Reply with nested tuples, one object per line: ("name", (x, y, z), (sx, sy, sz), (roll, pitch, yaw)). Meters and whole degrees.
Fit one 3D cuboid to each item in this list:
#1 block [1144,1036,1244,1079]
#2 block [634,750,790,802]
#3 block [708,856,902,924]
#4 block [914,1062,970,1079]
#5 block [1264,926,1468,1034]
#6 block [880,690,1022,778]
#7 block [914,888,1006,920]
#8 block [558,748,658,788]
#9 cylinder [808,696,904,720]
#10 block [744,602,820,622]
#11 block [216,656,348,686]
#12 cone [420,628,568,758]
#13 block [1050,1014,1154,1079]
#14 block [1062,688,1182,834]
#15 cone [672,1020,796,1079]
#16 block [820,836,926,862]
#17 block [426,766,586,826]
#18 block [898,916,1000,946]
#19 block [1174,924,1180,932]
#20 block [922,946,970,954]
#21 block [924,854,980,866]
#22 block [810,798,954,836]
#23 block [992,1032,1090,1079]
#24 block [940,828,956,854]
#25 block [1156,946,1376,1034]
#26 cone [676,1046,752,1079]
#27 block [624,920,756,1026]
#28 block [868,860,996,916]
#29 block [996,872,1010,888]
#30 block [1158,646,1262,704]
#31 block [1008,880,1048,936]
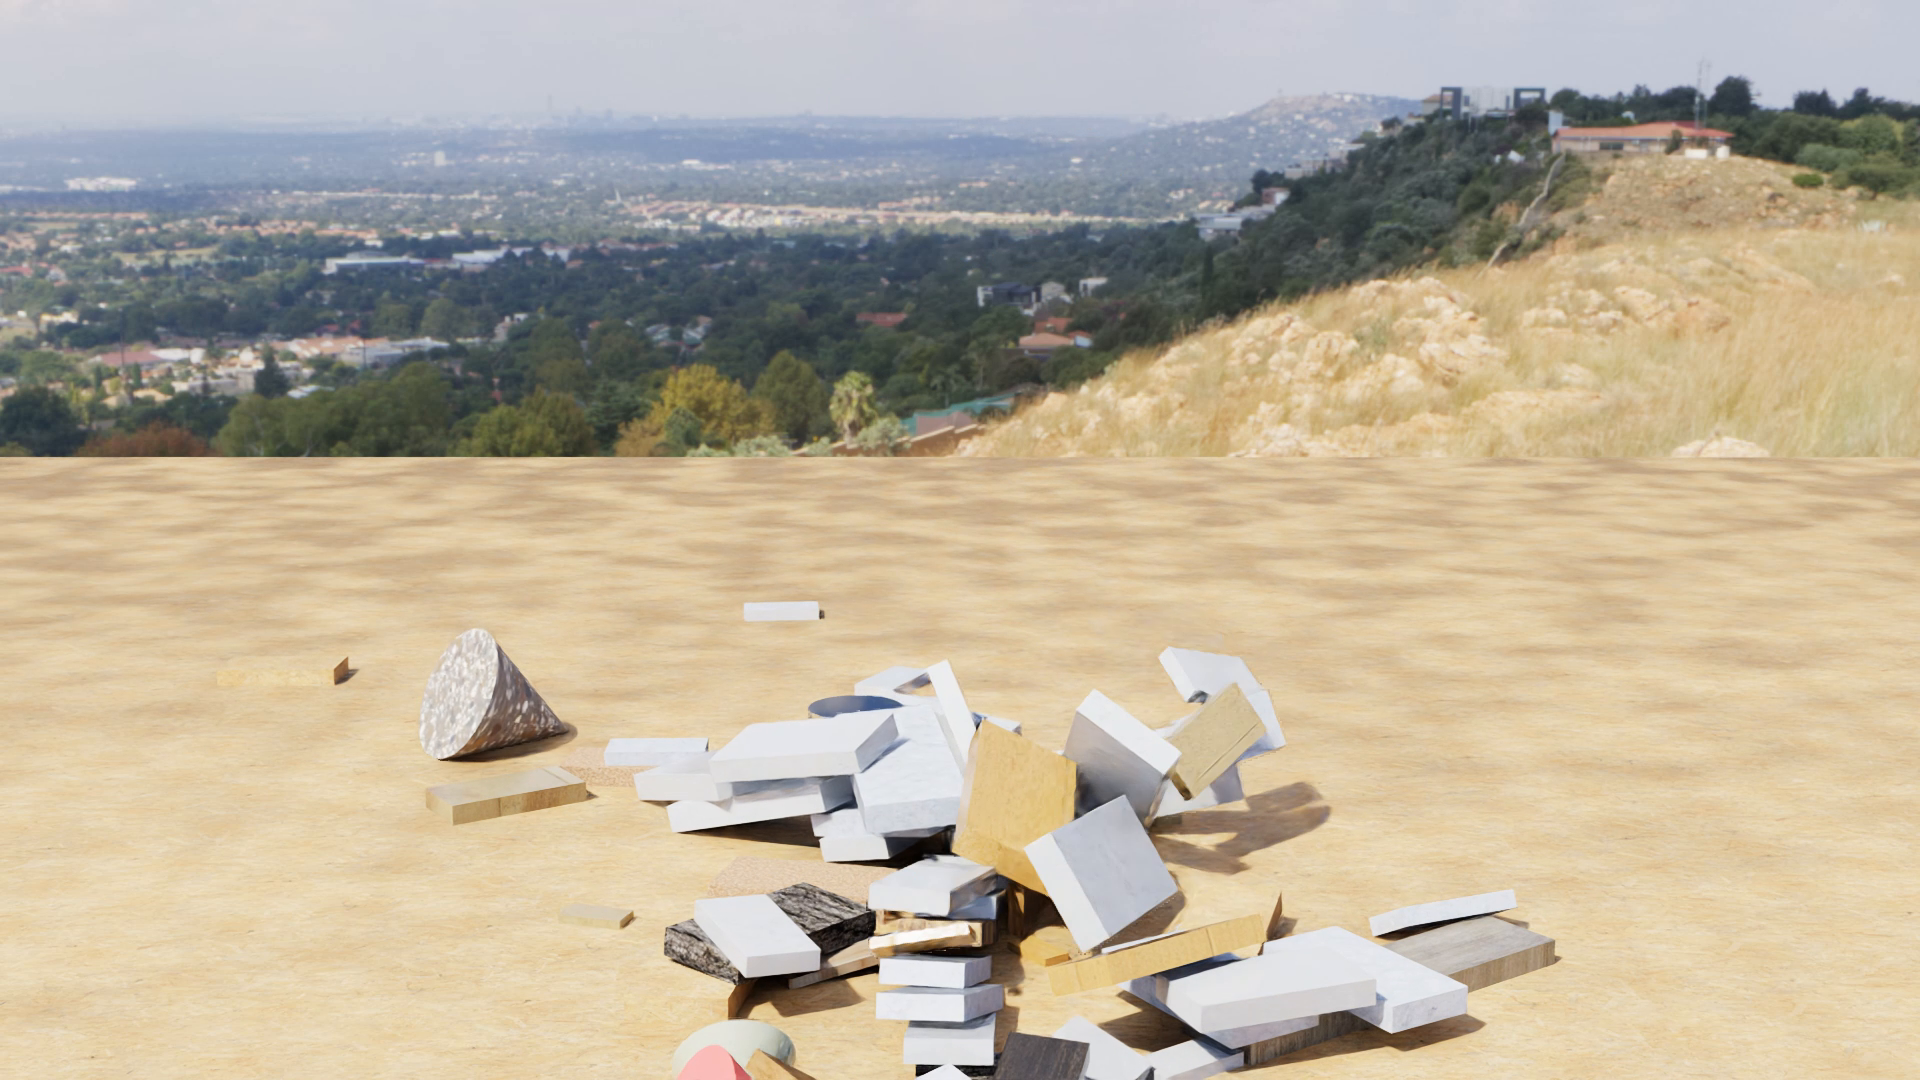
("block", (0.308, 0.708, 2.978), (0.142, 0.020, 0.071), (-8, 13, -36))
("block", (-0.452, 0.435, 4.077), (0.174, 0.049, 0.348), (-15, 3, -32))
("block", (-0.248, 0.576, 3.628), (0.300, 0.042, 0.150), (3, 11, 14))
("block", (0.014, 0.729, 2.687), (0.117, 0.033, 0.234), (-17, 28, -35))
("block", (0.577, 0.626, 3.150), (0.139, 0.039, 0.278), (-6, 12, -30))
("block", (-0.024, 0.396, 4.229), (0.296, 0.148, 0.042), (11, 22, 27))
("block", (0.002, 0.572, 3.474), (0.123, 0.035, 0.246), (2, -6, 5))
("block", (-0.642, 0.449, 4.327), (0.266, 0.038, 0.133), (1, 11, 8))
("cylinder", (-0.197, 0.404, 4.175), (0.180, 0.180, 0.180), (0, 11, 0))
("block", (-0.469, 0.187, 5.766), (0.194, 0.027, 0.097), (-1, 11, -6))
("block", (-1.571, 0.304, 5.108), (0.266, 0.038, 0.133), (0, 11, -1))
("cone", (-0.926, 0.359, 4.572), (0.278, 0.278, 0.278), (26, -8, -38))
("block", (0.146, 0.701, 2.848), (0.121, 0.034, 0.241), (30, 21, 20))
("block", (0.261, 0.399, 3.745), (0.179, 0.357, 0.051), (36, 64, 14))
("cone", (-0.279, 0.720, 2.772), (0.160, 0.160, 0.160), (-2, 37, -10))
("block", (-0.106, 0.503, 3.902), (0.142, 0.040, 0.284), (-9, 7, 35))
("block", (-0.857, 0.481, 4.153), (0.266, 0.038, 0.133), (-7, 13, -34))
("block", (-0.014, 0.589, 3.321), (0.123, 0.035, 0.246), (2, -8, 7))
("block", (0.390, 0.615, 3.498), (0.093, 0.013, 0.046), (-10, 15, -43))
("block", (-0.050, 0.611, 3.301), (0.115, 0.016, 0.058), (5, -8, -17))
("block", (-0.006, 0.543, 3.706), (0.087, 0.025, 0.175), (2, -7, -10))
("block", (-0.110, 0.472, 3.810), (0.284, 0.040, 0.142), (-7, 8, 44))
("block", (0.089, 0.685, 2.694), (0.104, 0.029, 0.207), (5, 27, 13))
("block", (0.072, 0.511, 3.765), (0.142, 0.040, 0.284), (-3, -6, -16))
("block", (0.417, 0.611, 3.000), (0.266, 0.038, 0.133), (-4, 11, -21))
("cone", (-0.243, 0.731, 2.680), (0.185, 0.185, 0.185), (25, -2, -27))
("block", (-0.383, 0.642, 3.274), (0.152, 0.043, 0.303), (1, 11, 8))
("block", (-0.039, 0.523, 3.319), (0.123, 0.035, 0.246), (2, 1, 17))
("block", (0.022, 0.557, 3.605), (0.087, 0.025, 0.175), (4, -9, -12))
("block", (0.455, 0.249, 3.943), (0.206, 0.029, 0.103), (10, 39, -44))
("block", (0.111, 0.567, 3.550), (0.025, 0.087, 0.175), (2, 11, 15))
